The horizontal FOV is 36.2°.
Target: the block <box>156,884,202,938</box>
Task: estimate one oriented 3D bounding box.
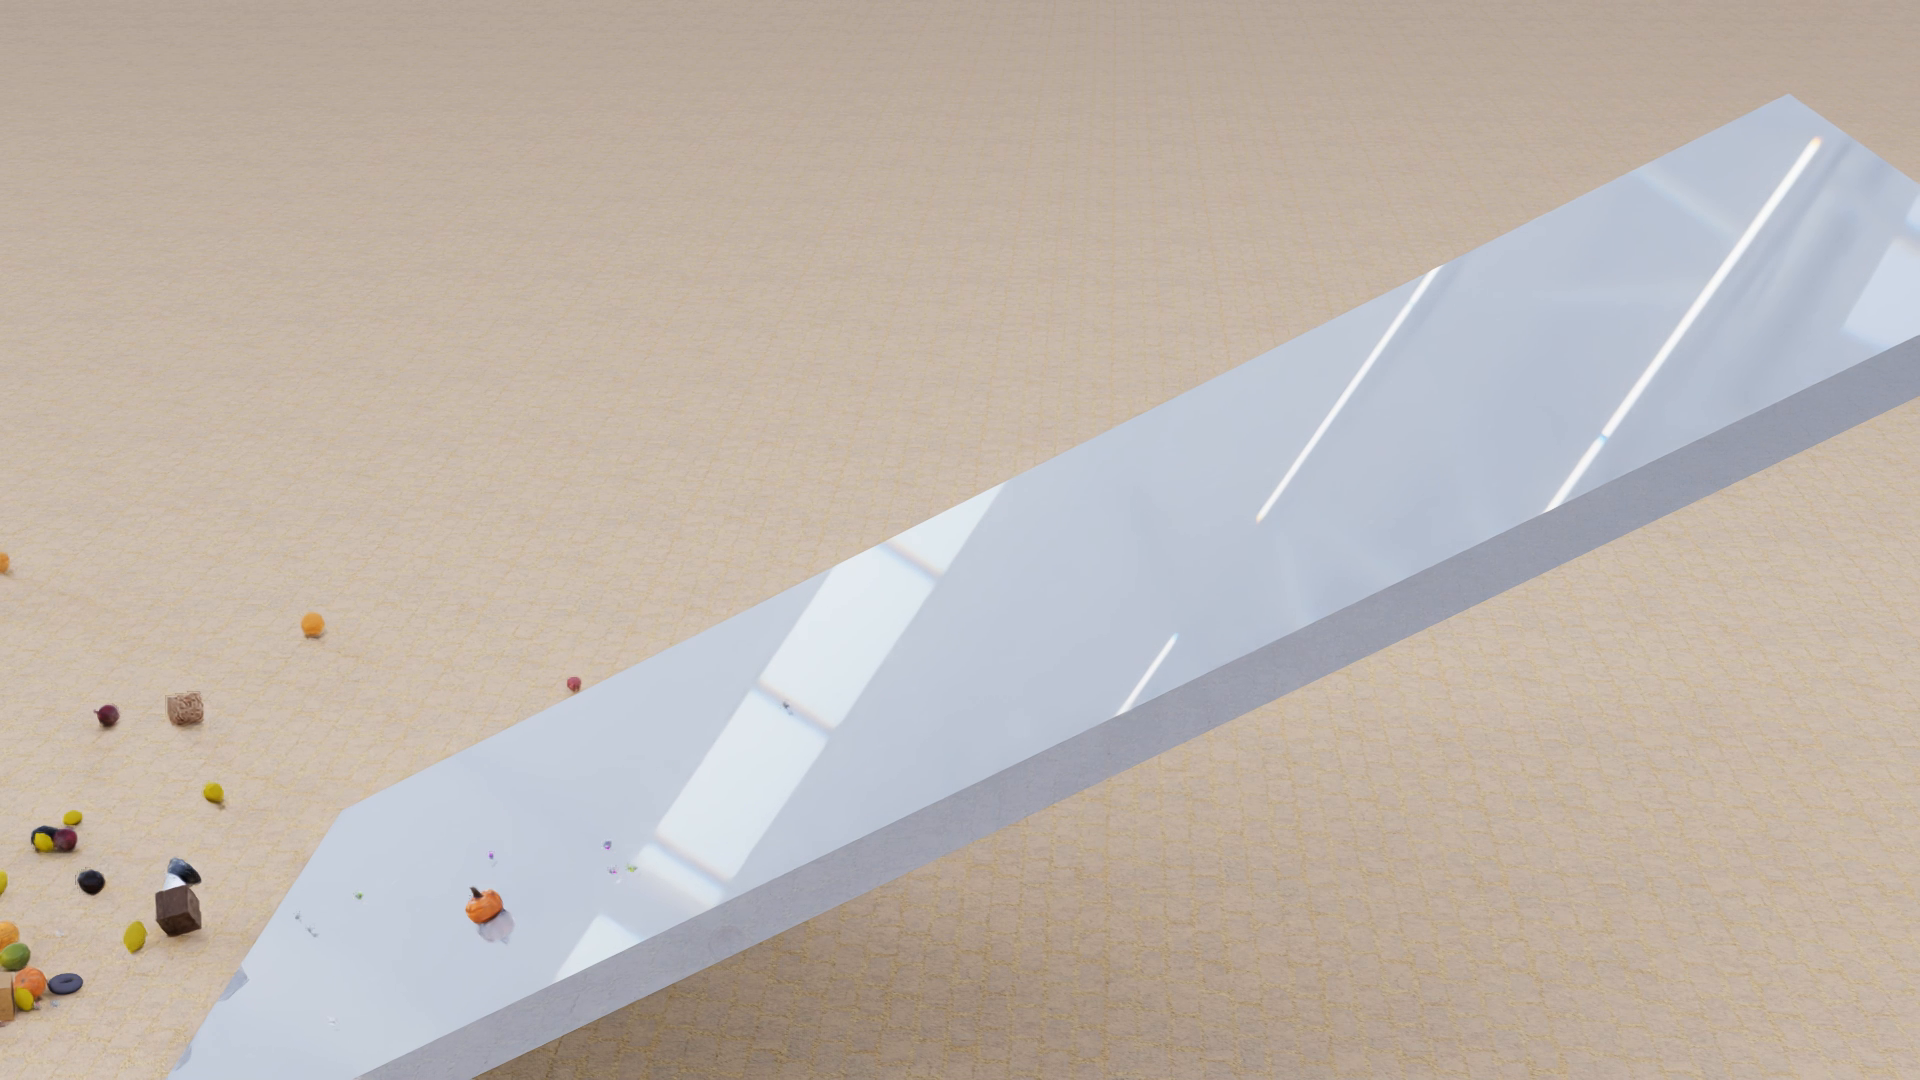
[{"bbox_3d":[-1.875,0.890,7.053,0.080,0.080,0.080,-16,50,1],"label":"block"}]

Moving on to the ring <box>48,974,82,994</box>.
[{"bbox_3d":[-2.066,1.025,6.792,0.078,0.026,0.078,0,18,0],"label":"ring"}]

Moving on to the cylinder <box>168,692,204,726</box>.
[{"bbox_3d":[-2.218,0.485,8.421,0.082,0.082,0.082,-10,20,-28],"label":"cylinder"}]

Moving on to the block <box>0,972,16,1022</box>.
[{"bbox_3d":[-2.186,1.037,6.656,0.082,0.082,0.082,-5,18,-14],"label":"block"}]

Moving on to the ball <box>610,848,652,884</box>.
[{"bbox_3d":[-0.654,0.657,5.868,0.088,0.088,0.088,0,17,0],"label":"ball"}]

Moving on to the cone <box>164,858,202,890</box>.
[{"bbox_3d":[-1.953,0.857,7.301,0.097,0.097,0.097,10,47,29],"label":"cone"}]

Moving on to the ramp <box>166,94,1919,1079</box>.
[{"bbox_3d":[0.141,0.167,6.281,4.000,0.100,2.000,-26,14,11],"label":"ramp"}]

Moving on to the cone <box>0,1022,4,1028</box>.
[{"bbox_3d":[-2.184,1.078,6.590,0.095,0.095,0.095,21,6,-29],"label":"cone"}]
